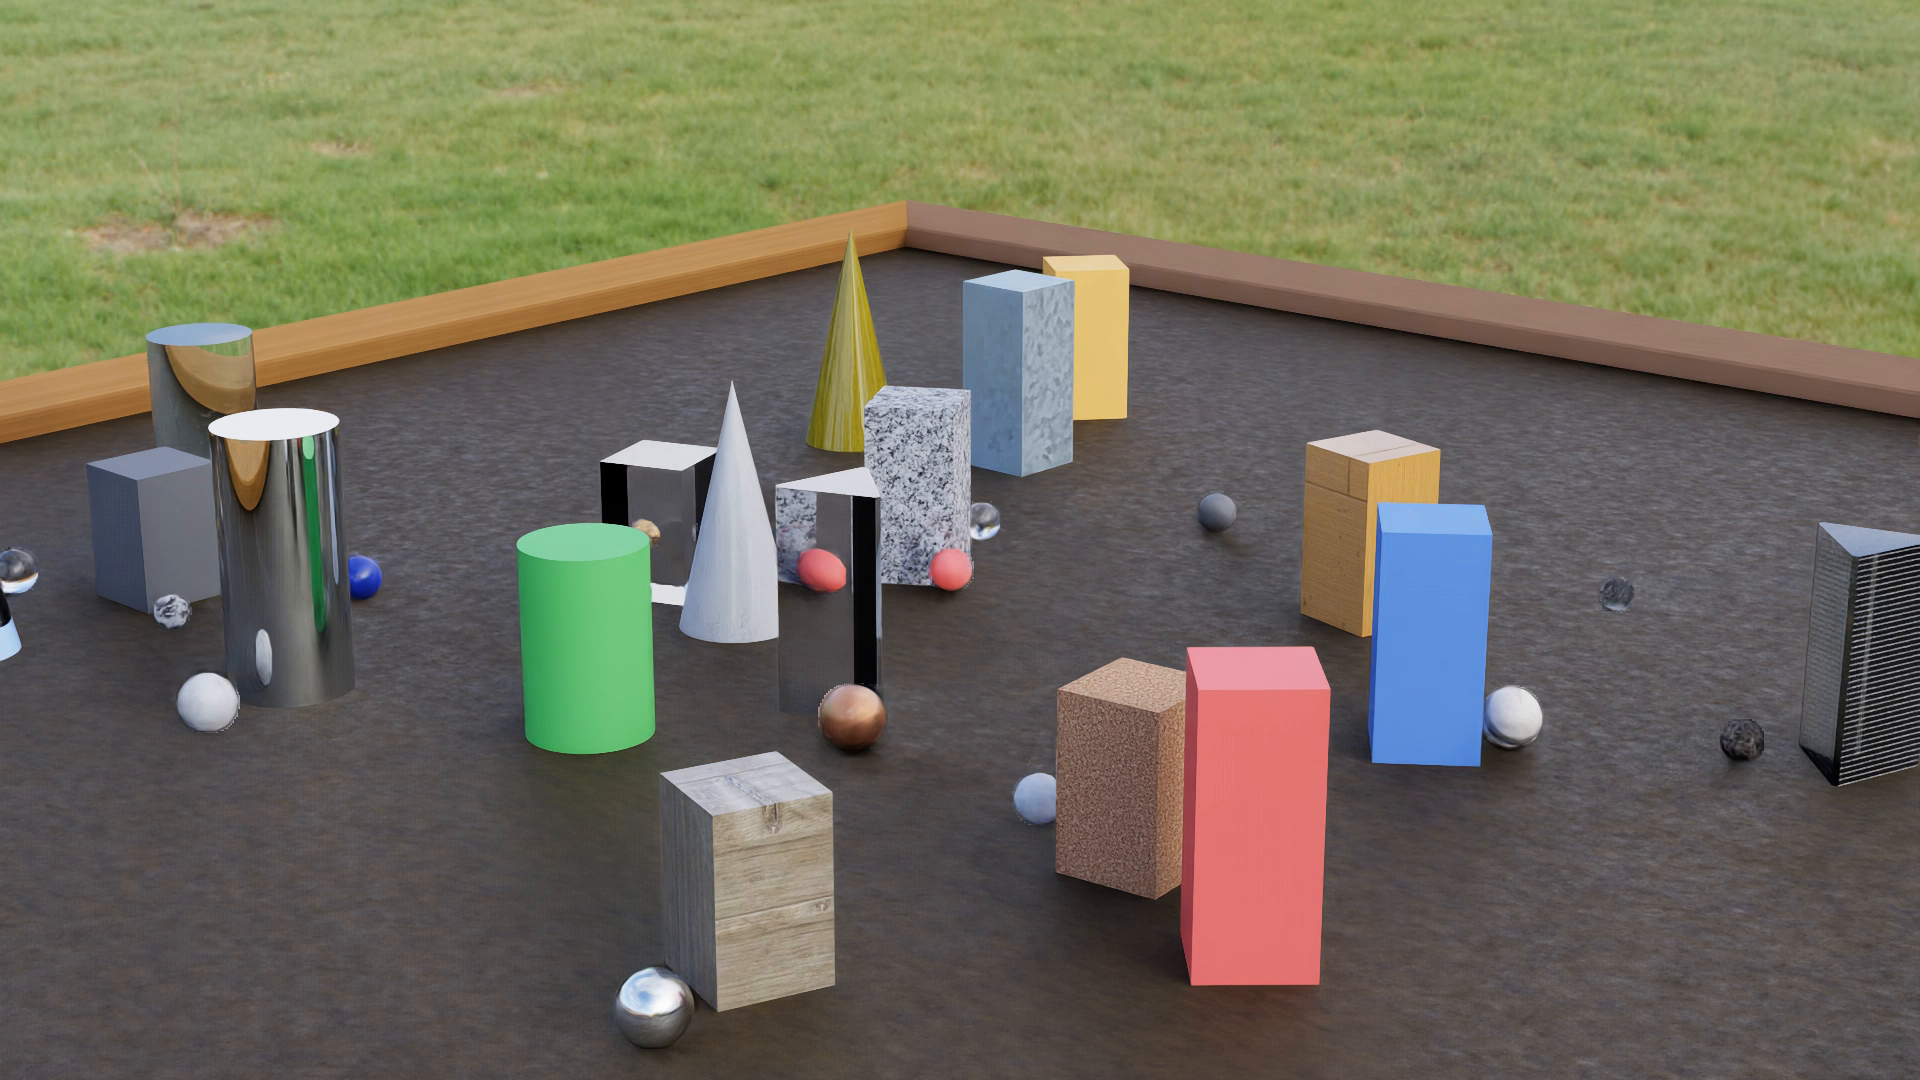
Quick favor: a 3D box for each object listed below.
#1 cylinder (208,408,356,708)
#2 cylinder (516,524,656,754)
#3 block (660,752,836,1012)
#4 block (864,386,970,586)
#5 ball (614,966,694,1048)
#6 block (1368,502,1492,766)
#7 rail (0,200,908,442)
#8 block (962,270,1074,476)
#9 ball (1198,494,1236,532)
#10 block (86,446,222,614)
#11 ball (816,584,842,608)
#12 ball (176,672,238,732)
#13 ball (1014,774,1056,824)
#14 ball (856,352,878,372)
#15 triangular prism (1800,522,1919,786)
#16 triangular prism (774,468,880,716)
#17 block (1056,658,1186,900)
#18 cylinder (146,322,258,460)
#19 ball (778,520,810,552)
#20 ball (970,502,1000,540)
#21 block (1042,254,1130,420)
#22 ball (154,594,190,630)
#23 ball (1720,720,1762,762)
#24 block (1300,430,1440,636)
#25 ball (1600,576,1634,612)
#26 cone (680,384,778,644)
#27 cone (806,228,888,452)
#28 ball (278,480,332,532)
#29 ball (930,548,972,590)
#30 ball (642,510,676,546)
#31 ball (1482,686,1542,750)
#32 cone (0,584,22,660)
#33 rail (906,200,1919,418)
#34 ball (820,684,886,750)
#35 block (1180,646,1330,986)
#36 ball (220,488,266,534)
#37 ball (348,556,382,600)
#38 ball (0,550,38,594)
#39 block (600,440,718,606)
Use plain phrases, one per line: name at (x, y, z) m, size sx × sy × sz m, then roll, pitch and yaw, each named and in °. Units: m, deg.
cylinder at (-1.065, 0.027, 4.615) m, size 0.198 × 0.432 × 0.198 m, roll 0°, pitch 17°, yaw 0°
cylinder at (-0.565, 0.147, 4.441) m, size 0.198 × 0.302 × 0.198 m, roll 0°, pitch 17°, yaw 0°
block at (-0.262, 0.419, 3.620) m, size 0.159 × 0.256 × 0.159 m, roll -9°, pitch 19°, yaw -27°
block at (-0.074, -0.097, 5.219) m, size 0.159 × 0.320 × 0.159 m, roll 3°, pitch 17°, yaw 11°
ball at (-0.361, 0.551, 3.460) m, size 0.095 × 0.095 × 0.095 m, roll 0°, pitch 17°, yaw 0°
block at (0.698, 0.139, 4.372) m, size 0.159 × 0.357 × 0.159 m, roll 2°, pitch 17°, yaw 5°
rail at (-1.636, -0.377, 6.480) m, size 0.045 × 0.129 × 4.587 m, roll 14°, pitch 22°, yaw 39°
block at (0.118, -0.339, 5.924) m, size 0.159 × 0.377 × 0.159 m, roll 15°, pitch 22°, yaw 40°
ball at (0.482, -0.052, 5.500) m, size 0.072 × 0.072 × 0.072 m, roll 0°, pitch 17°, yaw 0°
block at (-1.399, -0.020, 5.106) m, size 0.159 × 0.238 × 0.159 m, roll 15°, pitch 22°, yaw 40°
ball at (-0.226, 0.097, 5.061) m, size 0.042 × 0.042 × 0.042 m, roll 0°, pitch 17°, yaw 0°
ball at (-1.149, 0.248, 4.476) m, size 0.090 × 0.090 × 0.090 m, roll 0°, pitch 17°, yaw 0°
ball at (0.112, 0.364, 4.123) m, size 0.072 × 0.072 × 0.072 m, roll 0°, pitch 17°, yaw 0°
ball at (-0.214, -0.407, 6.722) m, size 0.047 × 0.047 × 0.047 m, roll 0°, pitch 17°, yaw 0°
triangular prism at (1.308, 0.160, 4.317) m, size 0.172 × 0.350 × 0.149 m, roll -10°, pitch 19°, yaw -29°
triangular prism at (-0.175, 0.081, 4.554) m, size 0.172 × 0.364 × 0.149 m, roll 6°, pitch 18°, yaw 20°
block at (0.240, 0.318, 3.943) m, size 0.159 × 0.262 × 0.159 m, roll 12°, pitch 20°, yaw 34°
cylinder at (-1.451, -0.232, 5.639) m, size 0.198 × 0.336 × 0.198 m, roll 0°, pitch 17°, yaw 0°
ball at (-0.305, -0.006, 5.373) m, size 0.058 × 0.058 × 0.058 m, roll 0°, pitch 17°, yaw 0°
ball at (0.039, -0.035, 5.333) m, size 0.070 × 0.070 × 0.070 m, roll 0°, pitch 17°, yaw 0°
block at (0.270, -0.439, 6.344) m, size 0.159 × 0.326 × 0.159 m, roll -2°, pitch 17°, yaw -8°
ball at (-1.332, 0.121, 4.951) m, size 0.058 × 0.058 × 0.058 m, roll 0°, pitch 17°, yaw 0°
ball at (1.161, 0.299, 4.357) m, size 0.061 × 0.061 × 0.061 m, roll 0°, pitch 17°, yaw 0°
block at (0.695, -0.013, 4.975) m, size 0.159 × 0.302 × 0.159 m, roll -11°, pitch 20°, yaw -32°
ball at (1.131, 0.093, 5.044) m, size 0.059 × 0.059 × 0.059 m, roll 0°, pitch 17°, yaw 0°
cone at (-0.378, -0.061, 4.917) m, size 0.198 × 0.426 × 0.198 m, roll 0°, pitch 17°, yaw 0°
cone at (-0.225, -0.428, 6.087) m, size 0.198 × 0.453 × 0.198 m, roll 0°, pitch 17°, yaw 0°
ball at (-1.229, -0.065, 5.499) m, size 0.098 × 0.098 × 0.098 m, roll 0°, pitch 17°, yaw 0°
ball at (-0.016, 0.051, 5.128) m, size 0.075 × 0.075 × 0.075 m, roll 0°, pitch 17°, yaw 0°
ball at (-0.556, -0.022, 5.416) m, size 0.065 × 0.065 × 0.065 m, roll 0°, pitch 17°, yaw 0°
ball at (0.827, 0.267, 4.405) m, size 0.094 × 0.094 × 0.094 m, roll 0°, pitch 17°, yaw 0°
cone at (-1.654, -0.033, 4.781) m, size 0.198 × 0.452 × 0.198 m, roll 0°, pitch 17°, yaw 0°
rail at (1.488, -0.462, 6.761) m, size 4.380 × 0.129 × 0.045 m, roll 14°, pitch 22°, yaw 39°
ball at (-0.160, 0.266, 4.398) m, size 0.099 × 0.099 × 0.099 m, roll 0°, pitch 17°, yaw 0°
block at (0.364, 0.342, 3.647) m, size 0.159 × 0.387 × 0.159 m, roll 0°, pitch 17°, yaw -1°
ball at (-1.344, -0.055, 5.486) m, size 0.087 × 0.087 × 0.087 m, roll 0°, pitch 17°, yaw 0°
ball at (-1.044, 0.066, 5.101) m, size 0.078 × 0.078 × 0.078 m, roll 0°, pitch 17°, yaw 0°
ball at (-1.655, 0.055, 5.134) m, size 0.079 × 0.079 × 0.079 m, roll 0°, pitch 17°, yaw 0°
block at (-0.518, -0.032, 5.138) m, size 0.159 × 0.243 × 0.159 m, roll 7°, pitch 18°, yaw 21°
